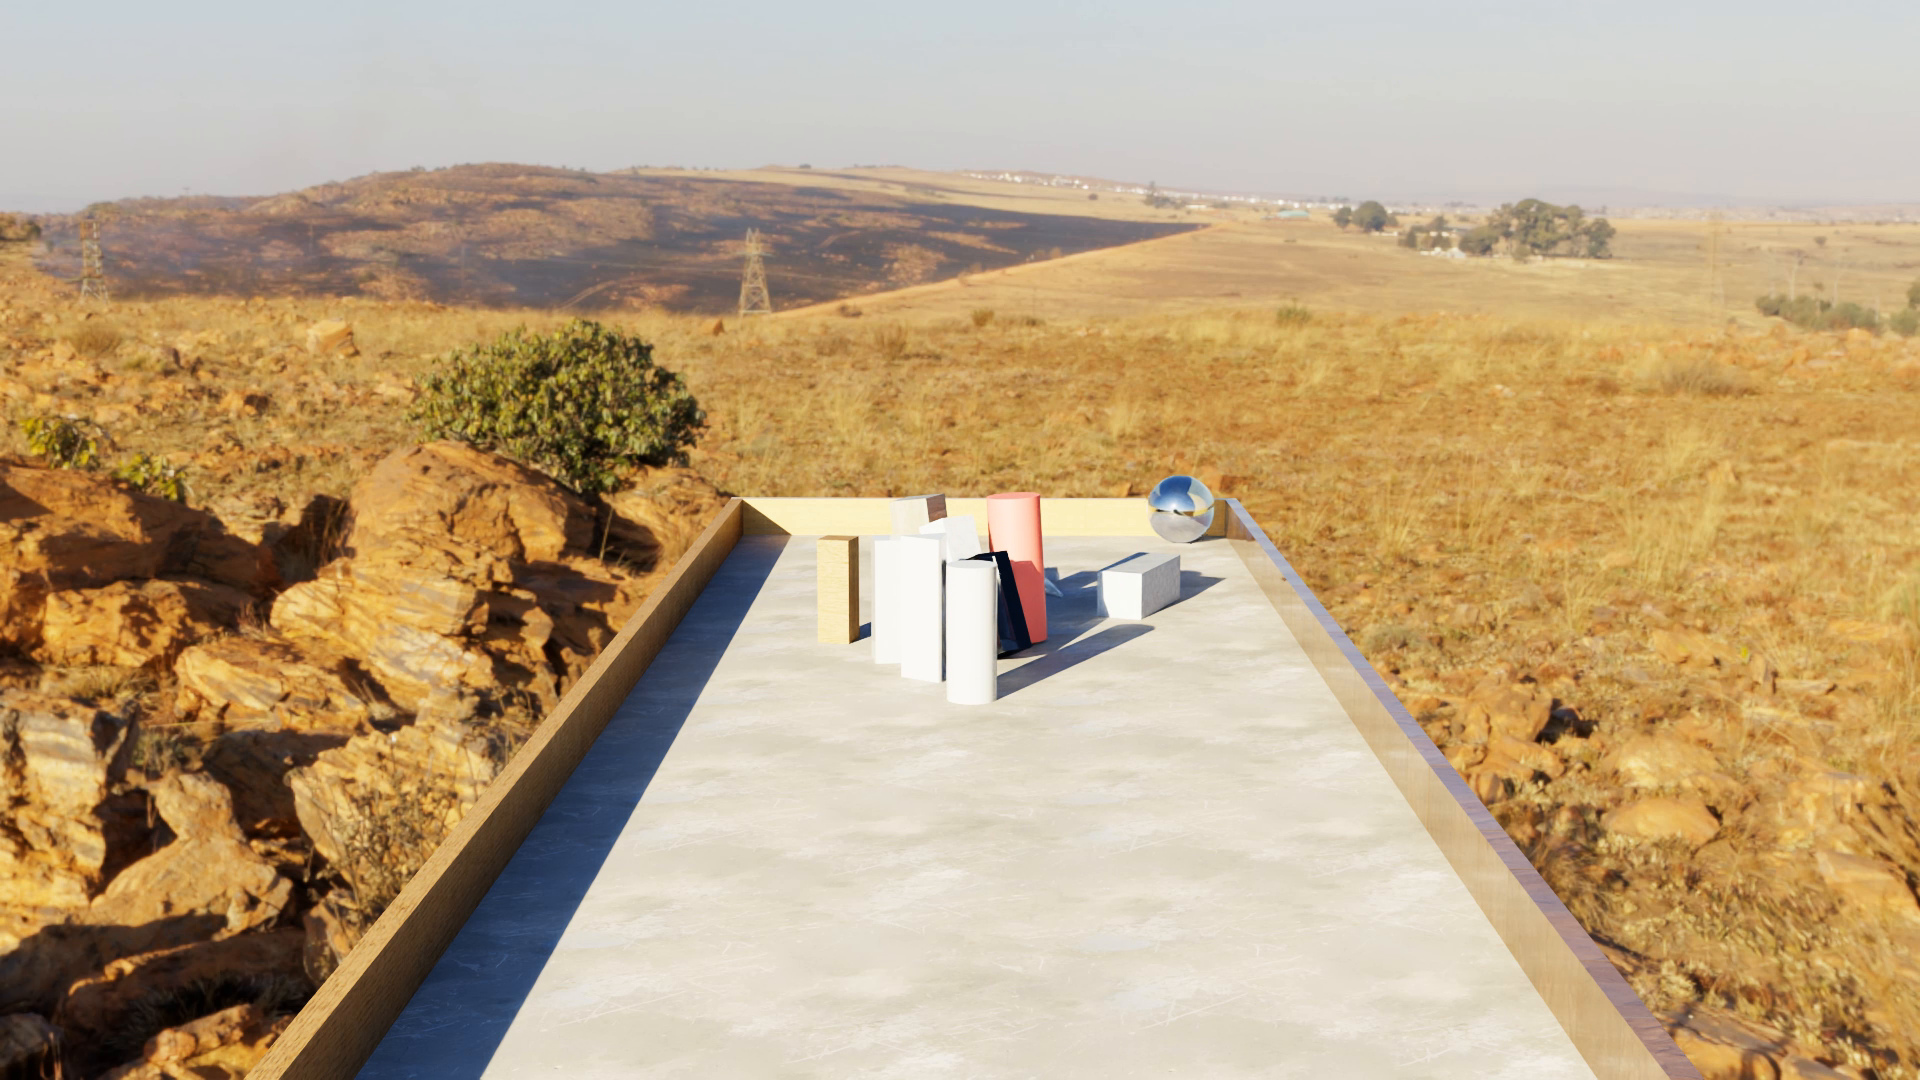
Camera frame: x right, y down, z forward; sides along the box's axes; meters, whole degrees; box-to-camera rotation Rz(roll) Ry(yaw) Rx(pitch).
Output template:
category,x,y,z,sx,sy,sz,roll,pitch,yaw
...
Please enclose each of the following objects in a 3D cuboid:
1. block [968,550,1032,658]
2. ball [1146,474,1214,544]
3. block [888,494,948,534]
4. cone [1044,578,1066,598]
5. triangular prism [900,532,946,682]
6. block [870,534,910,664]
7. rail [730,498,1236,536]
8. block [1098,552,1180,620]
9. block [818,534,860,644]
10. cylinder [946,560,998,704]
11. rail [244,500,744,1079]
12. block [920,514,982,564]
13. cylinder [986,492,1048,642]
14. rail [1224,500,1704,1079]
category,x,y,z,sx,sy,sz,roll,pitch,yaw
block,0.104,0.199,6.704,0.115,0.307,0.115,-7,-12,-38
ball,0.894,-0.126,8.921,0.277,0.277,0.277,0,9,0
block,-0.108,0.088,6.971,0.132,0.450,0.132,-4,6,27
cone,0.271,0.146,7.879,0.131,0.131,0.383,-6,20,-32
triangular prism,-0.079,0.193,6.451,0.143,0.419,0.124,7,11,36
block,-0.206,0.178,6.686,0.116,0.376,0.116,-1,9,-8
rail,0.099,-0.098,9.147,2.100,0.150,0.050,0,9,1
block,0.616,0.154,7.543,0.155,0.155,0.428,4,10,23
block,-0.385,0.156,6.973,0.103,0.329,0.103,3,9,16
cylinder,0.033,0.257,6.160,0.142,0.383,0.142,0,9,0
rail,-1.004,0.839,3.234,0.050,0.150,12.000,0,9,1
block,0.000,0.136,6.810,0.123,0.402,0.123,-7,-8,-39
cylinder,0.180,0.088,6.959,0.170,0.459,0.170,-3,8,0
rail,1.046,0.843,3.208,0.050,0.150,12.000,0,9,1
